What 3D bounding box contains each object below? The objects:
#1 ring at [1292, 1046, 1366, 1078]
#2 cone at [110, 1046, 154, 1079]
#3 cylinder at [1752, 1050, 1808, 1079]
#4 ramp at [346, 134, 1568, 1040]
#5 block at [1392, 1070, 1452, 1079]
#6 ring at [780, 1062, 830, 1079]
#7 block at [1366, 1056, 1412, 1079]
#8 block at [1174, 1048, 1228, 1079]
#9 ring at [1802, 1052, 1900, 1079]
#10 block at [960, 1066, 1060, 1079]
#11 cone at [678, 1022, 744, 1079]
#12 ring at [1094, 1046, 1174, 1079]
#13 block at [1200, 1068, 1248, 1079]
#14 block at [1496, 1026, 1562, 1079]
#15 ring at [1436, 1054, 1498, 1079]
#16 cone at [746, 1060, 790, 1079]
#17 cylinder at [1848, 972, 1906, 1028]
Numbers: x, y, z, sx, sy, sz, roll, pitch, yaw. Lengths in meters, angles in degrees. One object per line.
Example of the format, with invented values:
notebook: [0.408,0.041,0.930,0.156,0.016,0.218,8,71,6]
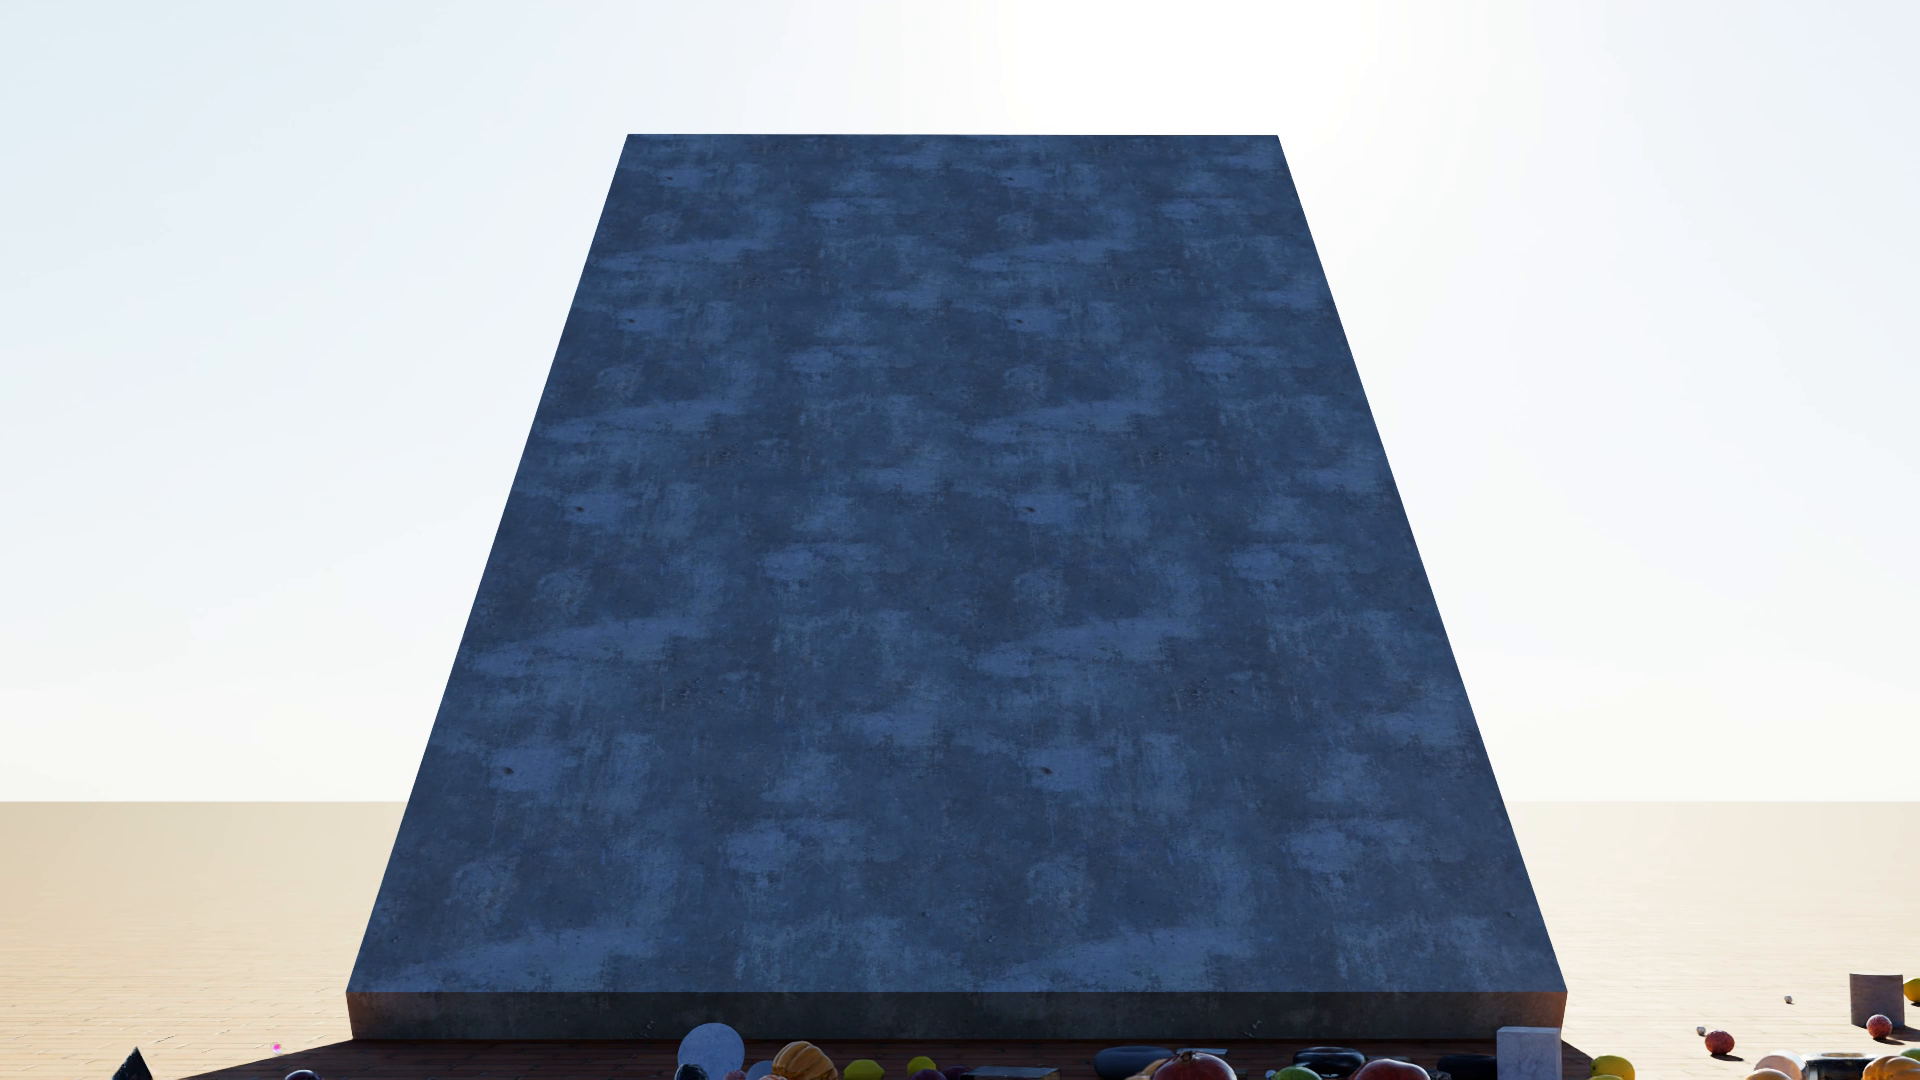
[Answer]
ring: [0.534,0.755,3.490,0.105,0.035,0.105,0,-5,0]
cone: [-1.057,0.701,3.023,0.098,0.098,0.098,-26,4,-21]
cylinder: [1.084,0.709,3.189,0.063,0.063,0.063,-3,-7,25]
ramp: [-0.013,-0.211,5.706,2.000,0.100,4.000,0,30,0]
block: [0.581,0.696,3.030,0.055,0.055,0.055,1,-6,-13]
ring: [-0.225,0.746,3.368,0.085,0.028,0.085,1,-7,0]
block: [0.567,0.713,3.191,0.055,0.055,0.055,0,-6,3]
block: [0.319,0.707,3.181,0.065,0.065,0.065,-1,-6,10]
ring: [1.218,0.731,3.318,0.139,0.046,0.139,-1,-7,0]
block: [0.057,0.644,2.710,0.092,0.092,0.092,-2,-6,16]
cone: [-0.341,0.741,3.391,0.094,0.094,0.094,-1,-33,6]
ring: [0.251,0.749,3.453,0.120,0.040,0.120,-1,-6,0]
block: [0.330,0.694,3.021,0.058,0.058,0.058,-1,-6,9]
block: [0.787,0.716,3.331,0.079,0.079,0.079,-2,-6,19]
ring: [0.726,0.749,3.417,0.100,0.033,0.100,1,-6,0]
cone: [-0.258,0.727,3.186,0.060,0.060,0.060,1,-33,-13]
cylinder: [1.613,0.807,4.244,0.090,0.090,0.090,0,-6,0]
